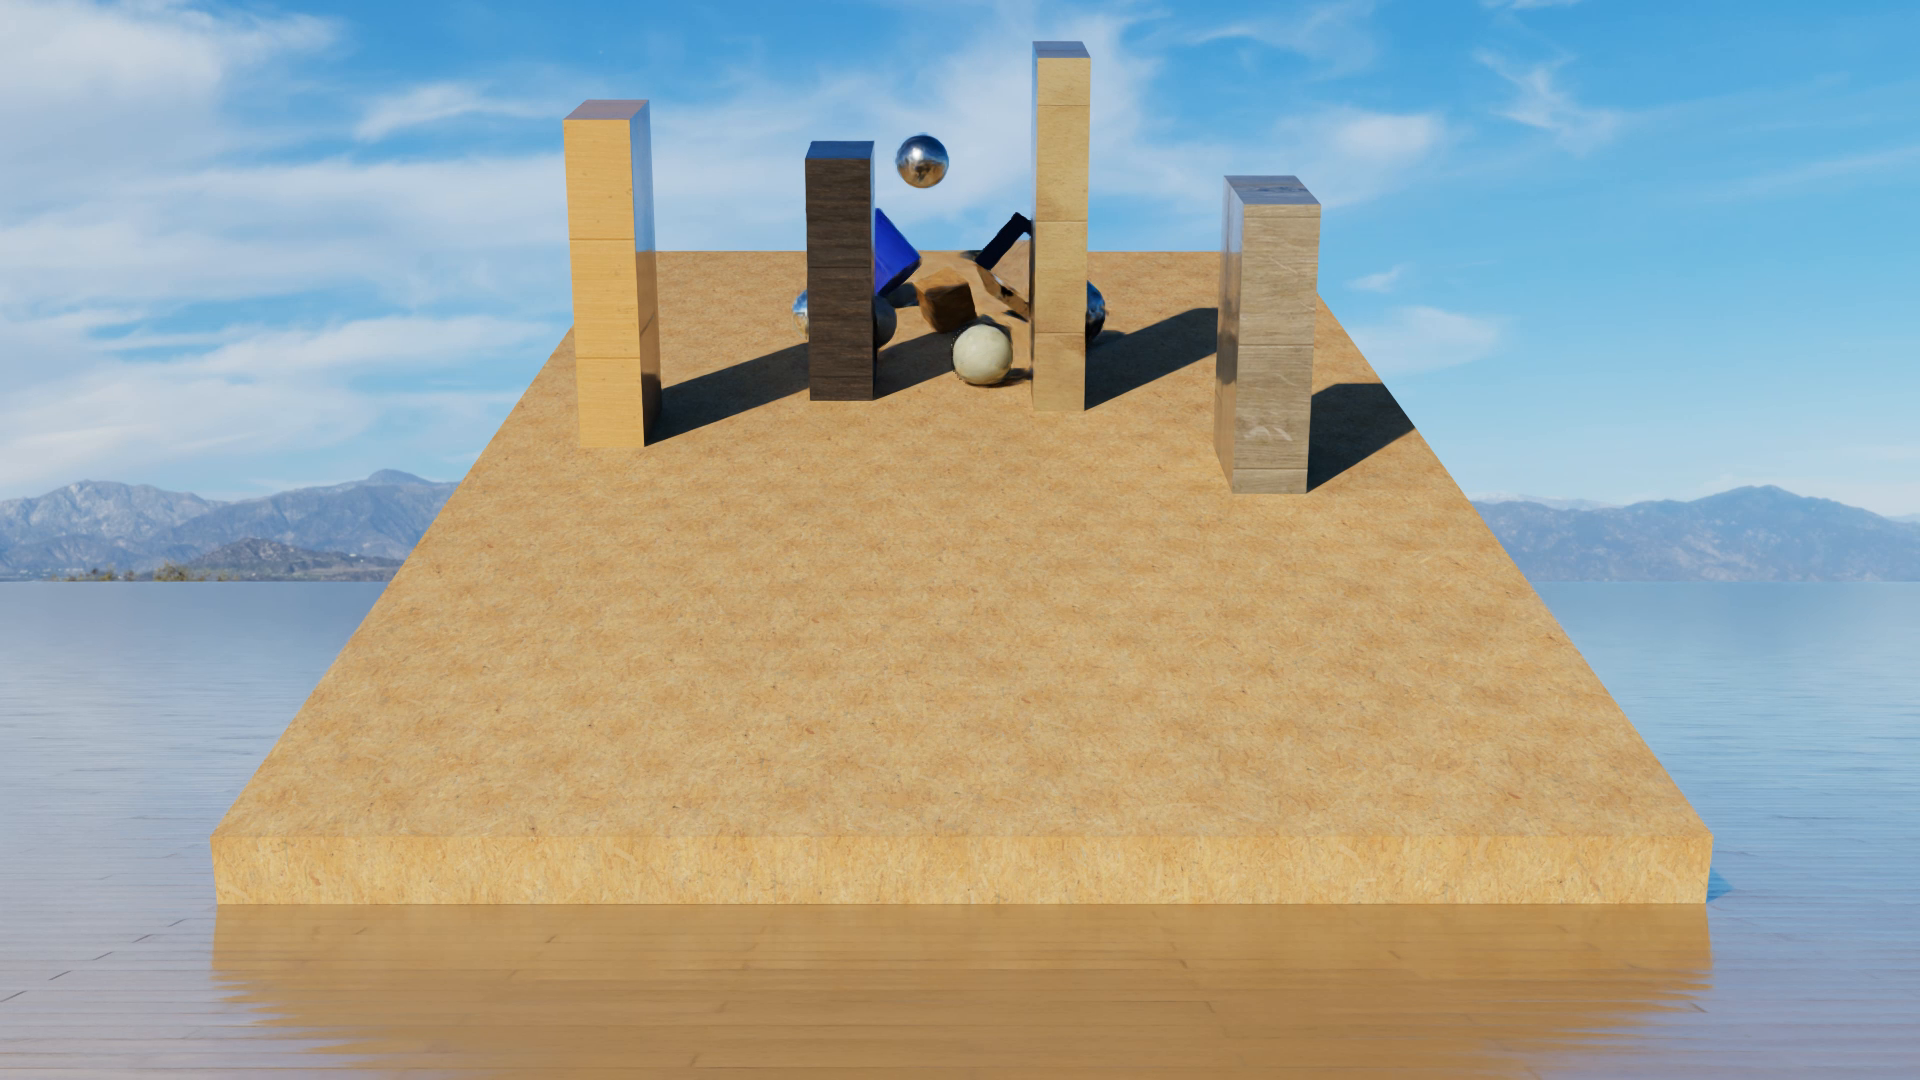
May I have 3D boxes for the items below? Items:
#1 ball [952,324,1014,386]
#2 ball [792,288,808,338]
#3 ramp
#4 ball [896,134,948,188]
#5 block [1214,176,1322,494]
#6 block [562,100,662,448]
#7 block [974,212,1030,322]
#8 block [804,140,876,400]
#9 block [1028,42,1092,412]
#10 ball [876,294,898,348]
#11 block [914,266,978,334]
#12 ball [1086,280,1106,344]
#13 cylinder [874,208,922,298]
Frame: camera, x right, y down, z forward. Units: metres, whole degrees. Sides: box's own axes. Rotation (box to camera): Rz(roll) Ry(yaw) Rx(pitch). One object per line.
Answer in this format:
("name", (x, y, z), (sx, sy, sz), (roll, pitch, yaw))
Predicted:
("ball", (0.053, -0.431, 5.230), (0.142, 0.142, 0.142), (0, -1, 0))
("ball", (-0.358, -0.571, 5.661), (0.135, 0.135, 0.135), (0, -1, 0))
("ramp", (-0.004, -0.192, 4.897), (2.000, 0.100, 4.000), (0, 18, 0))
("ball", (-0.106, -1.071, 6.352), (0.150, 0.150, 0.150), (0, -1, 0))
("block", (0.612, -0.418, 4.512), (0.146, 0.575, 0.341), (0, 18, 0))
("block", (-0.736, -0.572, 4.790), (0.134, 0.688, 0.315), (0, 18, 0))
("block", (0.171, -0.700, 5.796), (0.172, 0.172, 0.172), (37, -9, 22))
("block", (-0.270, -0.620, 5.151), (0.144, 0.550, 0.266), (0, 18, 0))
("block", (0.221, -0.712, 5.067), (0.114, 0.779, 0.339), (0, 18, 0))
("ball", (-0.219, -0.526, 5.394), (0.135, 0.135, 0.135), (0, -1, 0))
("block", (-0.037, -0.614, 5.748), (0.107, 0.107, 0.107), (-27, 40, -13))
("ball", (0.270, -0.564, 5.565), (0.183, 0.183, 0.183), (0, -1, 0))
("cylinder", (-0.225, -0.764, 6.028), (0.180, 0.180, 0.180), (-40, -3, -3))
